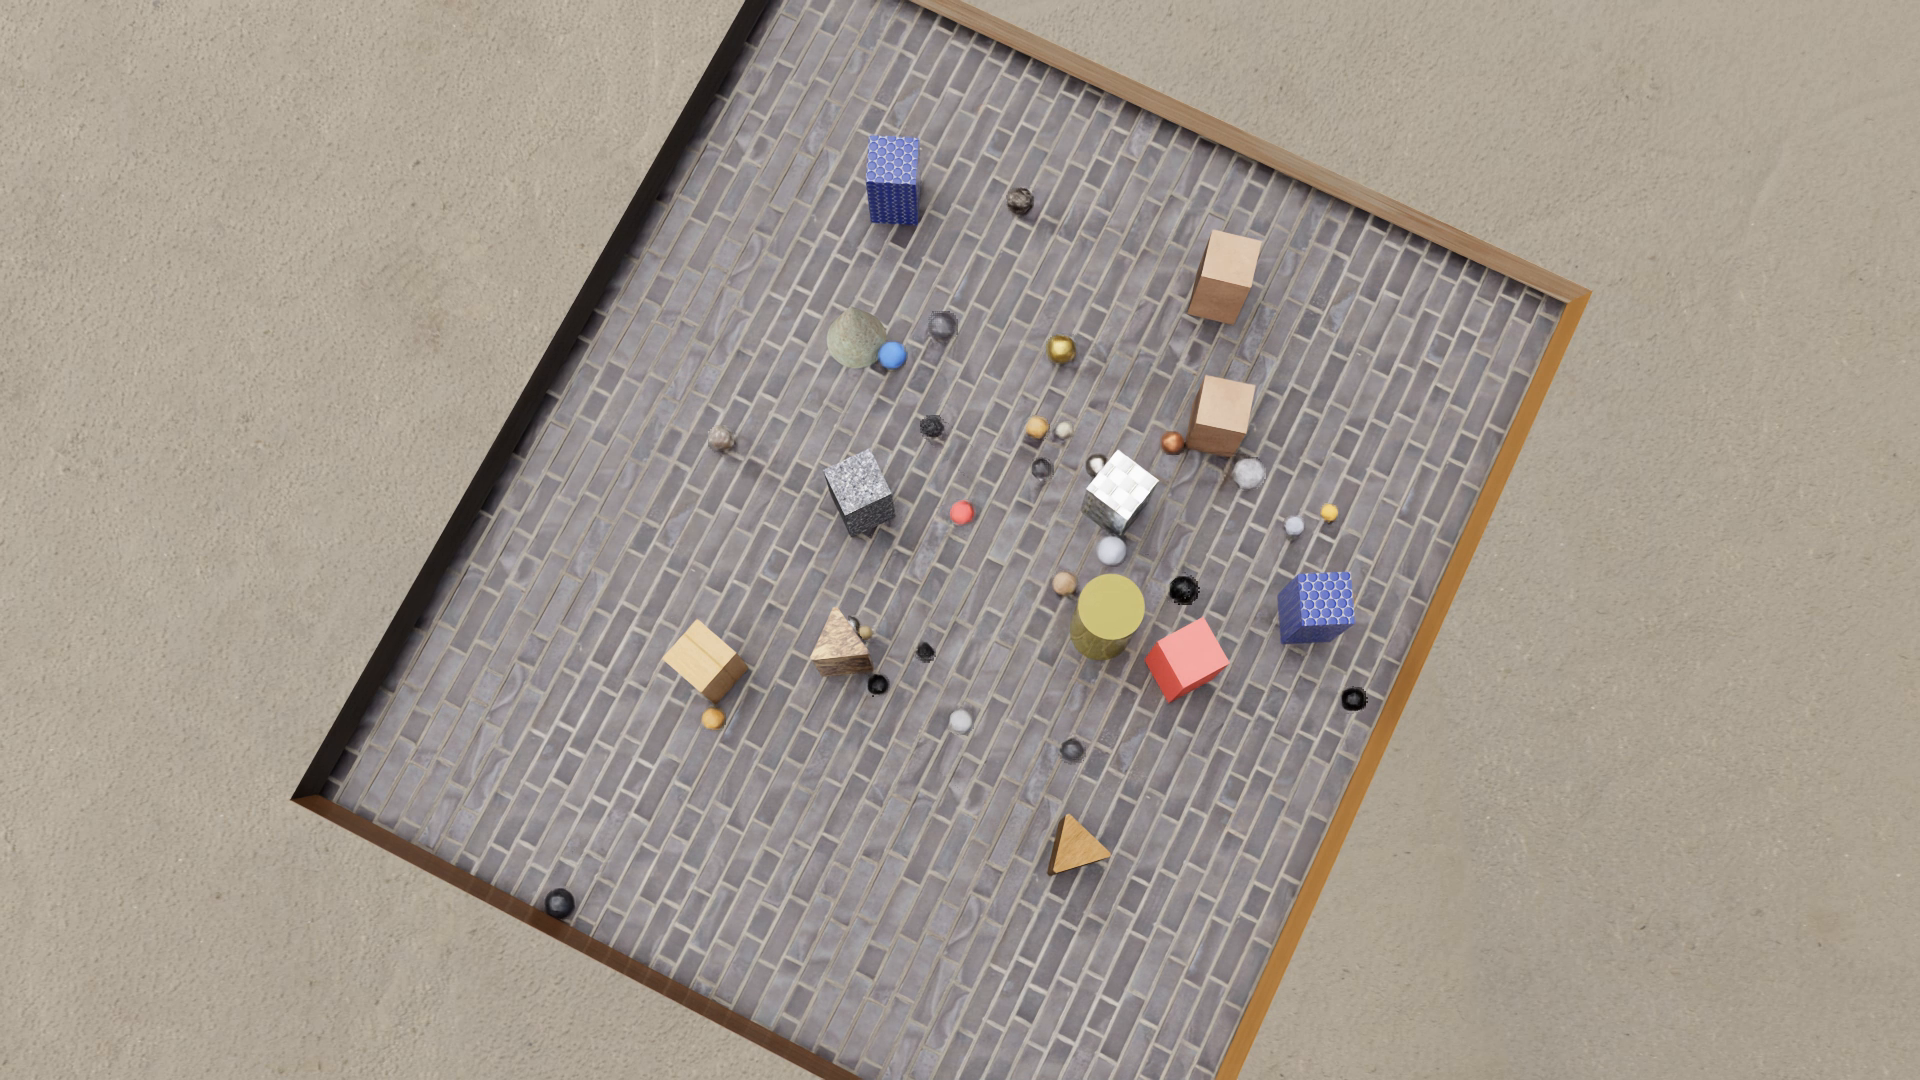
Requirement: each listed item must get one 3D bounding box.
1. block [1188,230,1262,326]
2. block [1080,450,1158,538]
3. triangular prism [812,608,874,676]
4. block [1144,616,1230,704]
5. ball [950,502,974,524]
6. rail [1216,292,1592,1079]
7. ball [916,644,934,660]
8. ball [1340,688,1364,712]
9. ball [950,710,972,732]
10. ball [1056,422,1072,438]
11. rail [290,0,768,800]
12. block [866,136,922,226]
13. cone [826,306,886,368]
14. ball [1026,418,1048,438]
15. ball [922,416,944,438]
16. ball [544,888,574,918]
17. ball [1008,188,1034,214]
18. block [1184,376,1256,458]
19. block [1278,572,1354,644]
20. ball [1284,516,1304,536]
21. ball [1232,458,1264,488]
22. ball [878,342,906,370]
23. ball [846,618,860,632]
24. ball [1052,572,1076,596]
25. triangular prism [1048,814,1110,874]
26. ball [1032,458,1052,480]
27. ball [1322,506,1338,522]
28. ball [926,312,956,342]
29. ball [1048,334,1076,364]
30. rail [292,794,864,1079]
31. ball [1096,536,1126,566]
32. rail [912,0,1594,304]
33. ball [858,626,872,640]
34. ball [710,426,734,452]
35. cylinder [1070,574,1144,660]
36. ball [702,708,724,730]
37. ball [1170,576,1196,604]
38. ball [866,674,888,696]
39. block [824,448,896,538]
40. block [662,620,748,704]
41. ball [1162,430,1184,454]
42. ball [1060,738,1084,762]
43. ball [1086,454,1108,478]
[{"bbox_3d":[0.805,-0.799,5.604,0.150,0.348,0.150,14,79,3],"label":"block"},{"bbox_3d":[0.474,-0.131,5.490,0.150,0.300,0.150,38,81,7],"label":"block"},{"bbox_3d":[-0.347,0.296,5.367,0.163,0.368,0.141,-6,78,-1],"label":"triangular prism"},{"bbox_3d":[0.659,0.355,5.353,0.150,0.373,0.150,-28,80,-5],"label":"block"},{"bbox_3d":[0.005,-0.083,5.596,0.073,0.073,0.073,0,78,0],"label":"ball"},{"bbox_3d":[1.229,0.608,5.427,0.045,0.122,3.141,26,80,5],"label":"rail"},{"bbox_3d":[-0.105,0.337,5.521,0.051,0.051,0.051,0,78,0],"label":"ball"},{"bbox_3d":[1.175,0.478,5.482,0.071,0.071,0.071,0,78,0],"label":"ball"},{"bbox_3d":[0.003,0.540,5.469,0.069,0.069,0.069,0,78,0],"label":"ball"},{"bbox_3d":[0.322,-0.339,5.660,0.052,0.052,0.052,0,78,0],"label":"ball"},{"bbox_3d":[-1.229,-0.595,5.676,0.045,0.122,3.141,26,80,5],"label":"rail"},{"bbox_3d":[-0.204,-1.111,5.678,0.150,0.329,0.150,4,78,1],"label":"block"},{"bbox_3d":[-0.324,-0.662,5.590,0.188,0.319,0.188,0,78,0],"label":"cone"},{"bbox_3d":[0.237,-0.345,5.654,0.066,0.066,0.066,0,78,0],"label":"ball"},{"bbox_3d":[-0.084,-0.348,5.655,0.066,0.066,0.066,0,78,0],"label":"ball"},{"bbox_3d":[-1.170,1.061,5.352,0.087,0.087,0.087,0,78,0],"label":"ball"},{"bbox_3d":[0.192,-1.072,5.796,0.083,0.083,0.083,0,78,0],"label":"ball"},{"bbox_3d":[0.783,-0.371,5.543,0.150,0.293,0.150,12,79,2],"label":"block"},{"bbox_3d":[1.044,0.203,5.395,0.150,0.352,0.150,-3,78,-1],"label":"block"},{"bbox_3d":[1.021,-0.042,5.596,0.058,0.058,0.058,0,78,0],"label":"ball"},{"bbox_3d":[0.882,-0.205,5.611,0.093,0.093,0.093,0,78,0],"label":"ball"},{"bbox_3d":[-0.212,-0.573,5.692,0.085,0.085,0.085,0,78,0],"label":"ball"},{"bbox_3d":[-0.326,0.256,5.541,0.043,0.043,0.043,0,78,0],"label":"ball"},{"bbox_3d":[0.317,0.132,5.551,0.075,0.075,0.075,0,78,0],"label":"ball"},{"bbox_3d":[0.318,0.863,5.248,0.163,0.372,0.141,-16,79,-3],"label":"triangular prism"},{"bbox_3d":[0.250,-0.218,5.628,0.065,0.065,0.065,0,78,0],"label":"ball"},{"bbox_3d":[1.131,-0.081,5.607,0.051,0.051,0.051,0,78,0],"label":"ball"},{"bbox_3d":[-0.058,-0.664,5.706,0.094,0.094,0.094,0,78,0],"label":"ball"},{"bbox_3d":[0.317,-0.592,5.693,0.090,0.090,0.090,0,78,0],"label":"ball"},{"bbox_3d":[-0.692,1.361,5.272,2.796,0.122,0.045,26,80,5],"label":"rail"},{"bbox_3d":[0.459,0.031,5.564,0.090,0.090,0.090,0,78,0],"label":"ball"},{"bbox_3d":[0.692,-1.348,5.832,2.796,0.122,0.045,26,80,5],"label":"rail"},{"bbox_3d":[-0.285,0.280,5.535,0.045,0.045,0.045,0,78,0],"label":"ball"},{"bbox_3d":[-0.733,-0.311,5.642,0.077,0.077,0.077,0,78,0],"label":"ball"},{"bbox_3d":[0.425,0.230,5.353,0.188,0.422,0.188,0,78,0],"label":"cylinder"},{"bbox_3d":[-0.738,0.533,5.473,0.066,0.066,0.066,0,78,0],"label":"ball"},{"bbox_3d":[0.675,0.150,5.543,0.083,0.083,0.083,0,78,0],"label":"ball"},{"bbox_3d":[-0.248,0.433,5.495,0.063,0.063,0.063,0,78,0],"label":"ball"},{"bbox_3d":[-0.298,-0.137,5.482,0.150,0.319,0.150,-25,79,-5],"label":"block"},{"bbox_3d":[-0.744,0.362,5.379,0.150,0.319,0.150,40,81,8],"label":"block"},{"bbox_3d":[0.655,-0.303,5.643,0.072,0.072,0.072,0,78,0],"label":"ball"},{"bbox_3d":[0.334,0.626,5.452,0.069,0.069,0.069,0,78,0],"label":"ball"},{"bbox_3d":[0.422,-0.226,5.625,0.075,0.075,0.075,0,78,0],"label":"ball"}]
